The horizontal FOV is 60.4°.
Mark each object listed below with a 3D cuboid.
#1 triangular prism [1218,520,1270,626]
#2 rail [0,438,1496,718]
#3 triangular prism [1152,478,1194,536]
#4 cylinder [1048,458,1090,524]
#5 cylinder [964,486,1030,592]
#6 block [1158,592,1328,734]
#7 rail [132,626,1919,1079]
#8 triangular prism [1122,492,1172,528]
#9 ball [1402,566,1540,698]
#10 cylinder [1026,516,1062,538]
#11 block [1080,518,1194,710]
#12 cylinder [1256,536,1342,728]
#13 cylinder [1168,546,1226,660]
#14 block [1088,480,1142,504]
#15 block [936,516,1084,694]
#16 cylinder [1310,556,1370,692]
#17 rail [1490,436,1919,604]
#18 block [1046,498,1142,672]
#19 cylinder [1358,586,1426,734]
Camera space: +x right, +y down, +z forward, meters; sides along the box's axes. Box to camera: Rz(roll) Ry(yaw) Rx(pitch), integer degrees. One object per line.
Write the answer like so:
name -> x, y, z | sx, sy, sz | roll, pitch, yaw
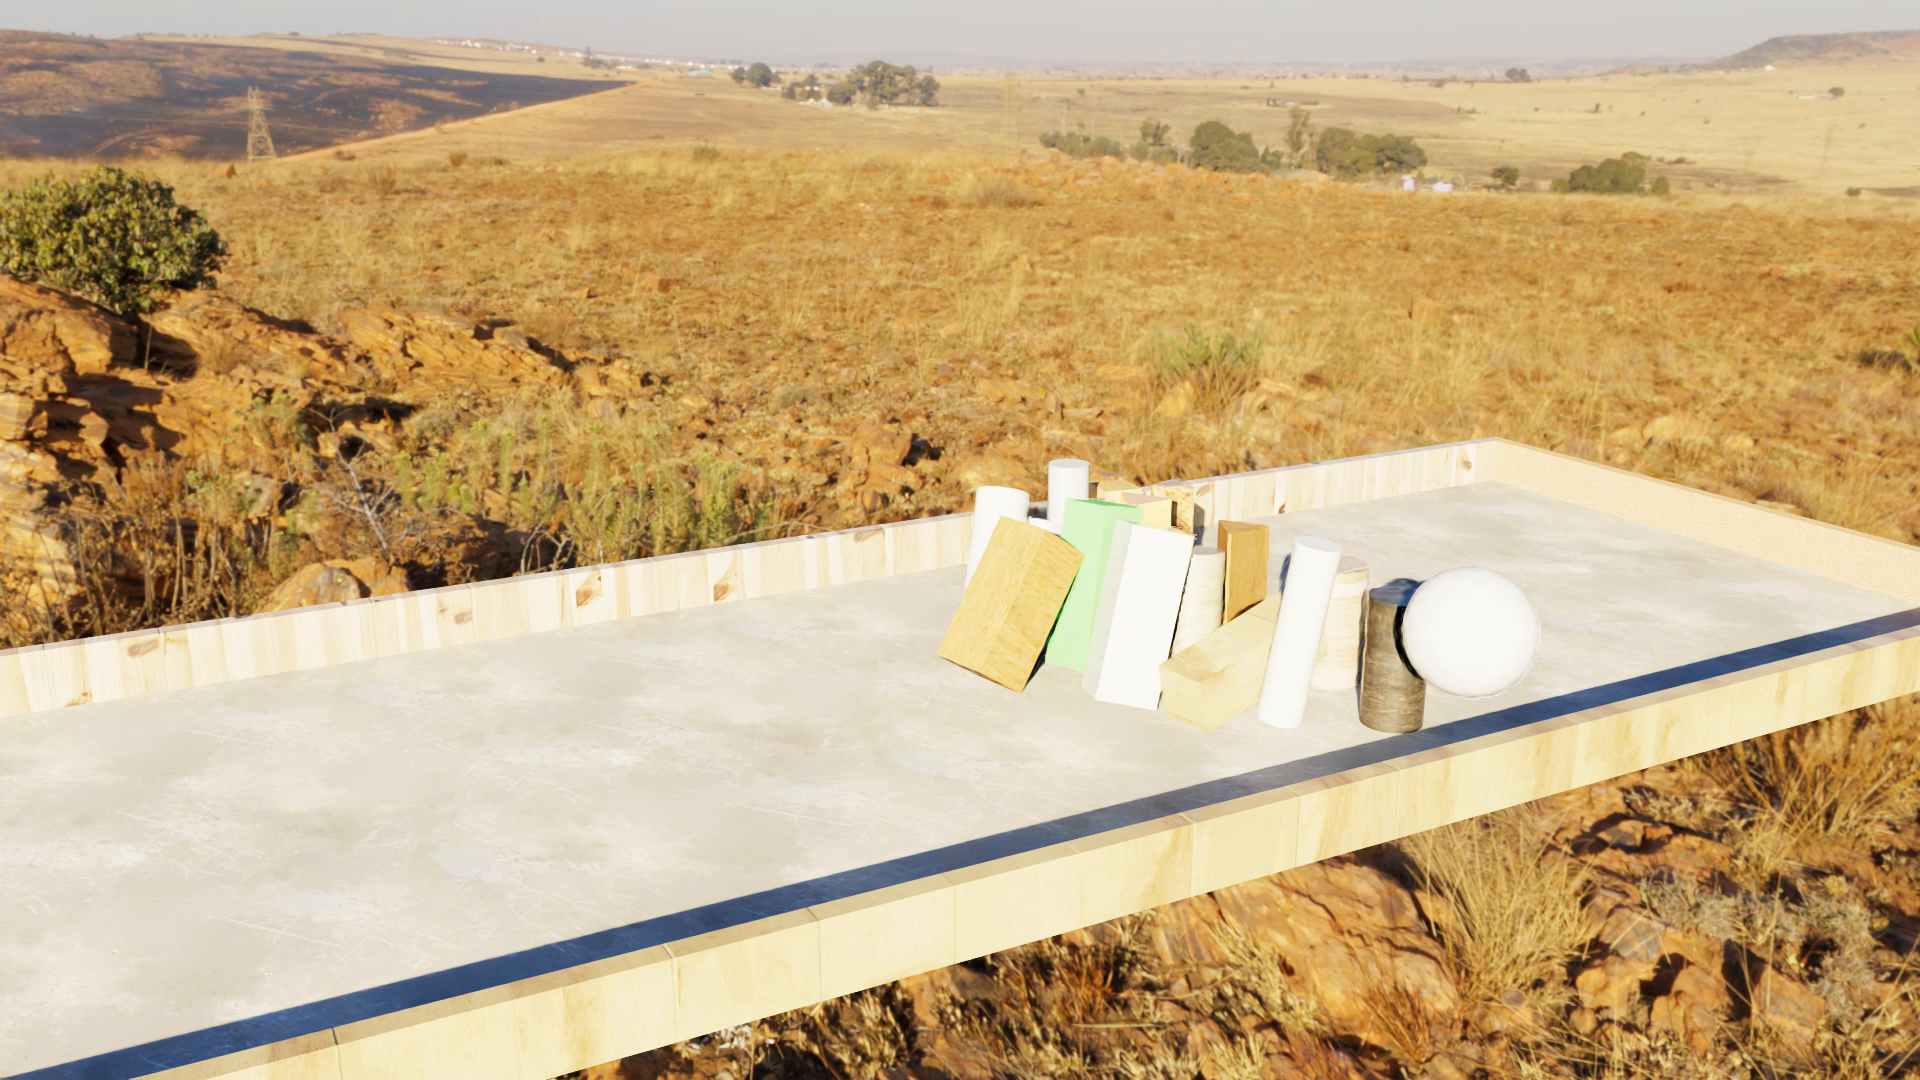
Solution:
triangular prism -> 0.712, 0.124, 4.327 | 0.136, 0.341, 0.118 | -10, 19, -31
rail -> -3.305, 0.497, 3.399 | 12.000, 0.150, 0.050 | -9, 18, -27
triangular prism -> 0.588, 0.029, 4.562 | 0.116, 0.391, 0.100 | 4, 17, 15
cylinder -> 0.300, -0.002, 4.594 | 0.113, 0.433, 0.113 | 0, 16, 0
cylinder -> 0.090, 0.077, 4.327 | 0.142, 0.413, 0.142 | 7, -11, 1
block -> 0.683, 0.288, 3.955 | 0.424, 0.138, 0.138 | -27, 29, -30
rail -> -2.336, 1.006, 1.665 | 12.000, 0.150, 0.050 | -9, 18, -27
triangular prism -> 0.458, 0.083, 4.349 | 0.140, 0.407, 0.121 | -10, 19, -30
ball -> 1.084, 0.195, 3.509 | 0.279, 0.279, 0.279 | 0, 16, 0
cylinder -> 0.193, 0.100, 4.421 | 0.140, 0.304, 0.140 | 14, -4, 1
block -> 0.422, 0.174, 3.942 | 0.151, 0.422, 0.151 | 11, 6, -10
cylinder -> 0.785, 0.215, 3.823 | 0.107, 0.440, 0.107 | 8, 19, -3
cylinder -> 0.576, 0.189, 4.093 | 0.148, 0.331, 0.148 | 2, 8, 0
block -> 0.451, -0.009, 4.831 | 0.114, 0.312, 0.114 | -6, 17, -20
block -> 0.126, 0.159, 4.086 | 0.163, 0.381, 0.163 | 19, -9, 46
cylinder -> 0.929, 0.205, 4.115 | 0.159, 0.306, 0.159 | 0, 16, 0
rail -> 2.466, -0.048, 5.253 | 0.050, 0.150, 2.100 | -9, 18, -27
block -> 0.338, 0.115, 4.175 | 0.138, 0.418, 0.138 | 1, 8, -43
cylinder -> 1.018, 0.279, 3.853 | 0.148, 0.312, 0.148 | 0, 16, 0
